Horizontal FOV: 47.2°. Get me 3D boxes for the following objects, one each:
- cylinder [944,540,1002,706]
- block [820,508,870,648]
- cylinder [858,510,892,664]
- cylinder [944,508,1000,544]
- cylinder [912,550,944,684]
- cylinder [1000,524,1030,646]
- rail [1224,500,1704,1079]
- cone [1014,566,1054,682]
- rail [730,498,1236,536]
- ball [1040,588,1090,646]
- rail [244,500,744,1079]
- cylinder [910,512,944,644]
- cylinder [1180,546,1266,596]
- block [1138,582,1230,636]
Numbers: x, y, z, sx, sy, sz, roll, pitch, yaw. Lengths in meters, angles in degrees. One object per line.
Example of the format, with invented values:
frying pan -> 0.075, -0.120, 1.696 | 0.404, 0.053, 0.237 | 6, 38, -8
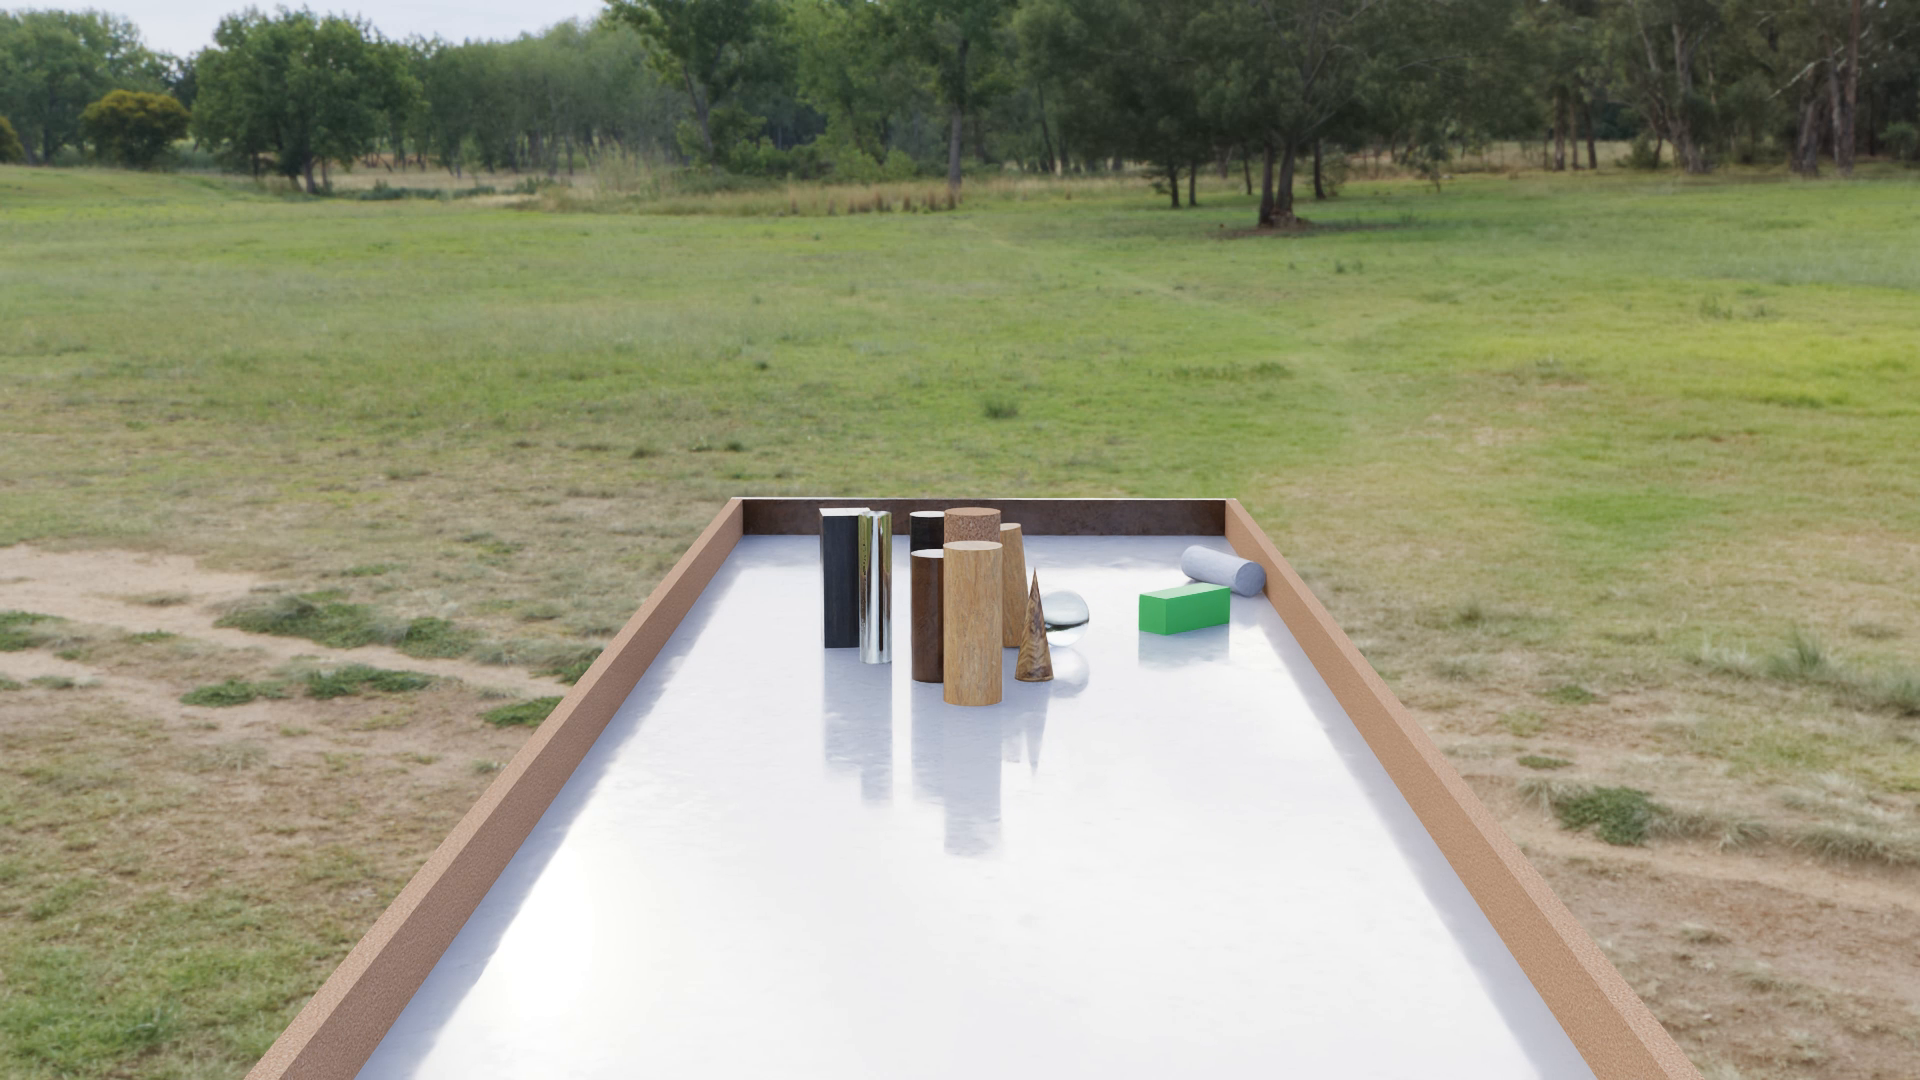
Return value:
cylinder -> 0.036, 0.232, 6.146 | 0.166, 0.439, 0.166 | 0, 9, 0
block -> -0.357, 0.118, 6.925 | 0.156, 0.419, 0.156 | -1, 9, -8
cylinder -> -0.256, 0.144, 6.654 | 0.100, 0.454, 0.100 | 0, 9, 0
cylinder -> 0.037, 0.138, 6.689 | 0.171, 0.454, 0.171 | 0, 9, 0
cylinder -> -0.069, 0.222, 6.430 | 0.148, 0.370, 0.148 | 0, 9, 0
cylinder -> 0.154, 0.141, 6.899 | 0.117, 0.371, 0.117 | -7, 10, 1
rail -> 1.046, 0.843, 3.208 | 0.050, 0.150, 12.000 | 0, 9, 1
cone -> 0.218, 0.239, 6.429 | 0.117, 0.336, 0.117 | 0, 9, 0
rail -> 0.099, -0.098, 9.147 | 2.100, 0.150, 0.050 | 0, 9, 1
ball -> 0.315, 0.243, 6.889 | 0.184, 0.184, 0.184 | 0, 9, 0
rail -> -1.004, 0.839, 3.234 | 0.050, 0.150, 12.000 | 0, 9, 1
cylinder -> -0.094, 0.123, 6.919 | 0.127, 0.412, 0.127 | 0, 9, 0
cylinder -> 0.945, 0.109, 7.924 | 0.124, 0.124, 0.395 | -4, 10, -23
block -> 0.737, 0.225, 7.209 | 0.314, 0.120, 0.120 | -8, 12, -42
